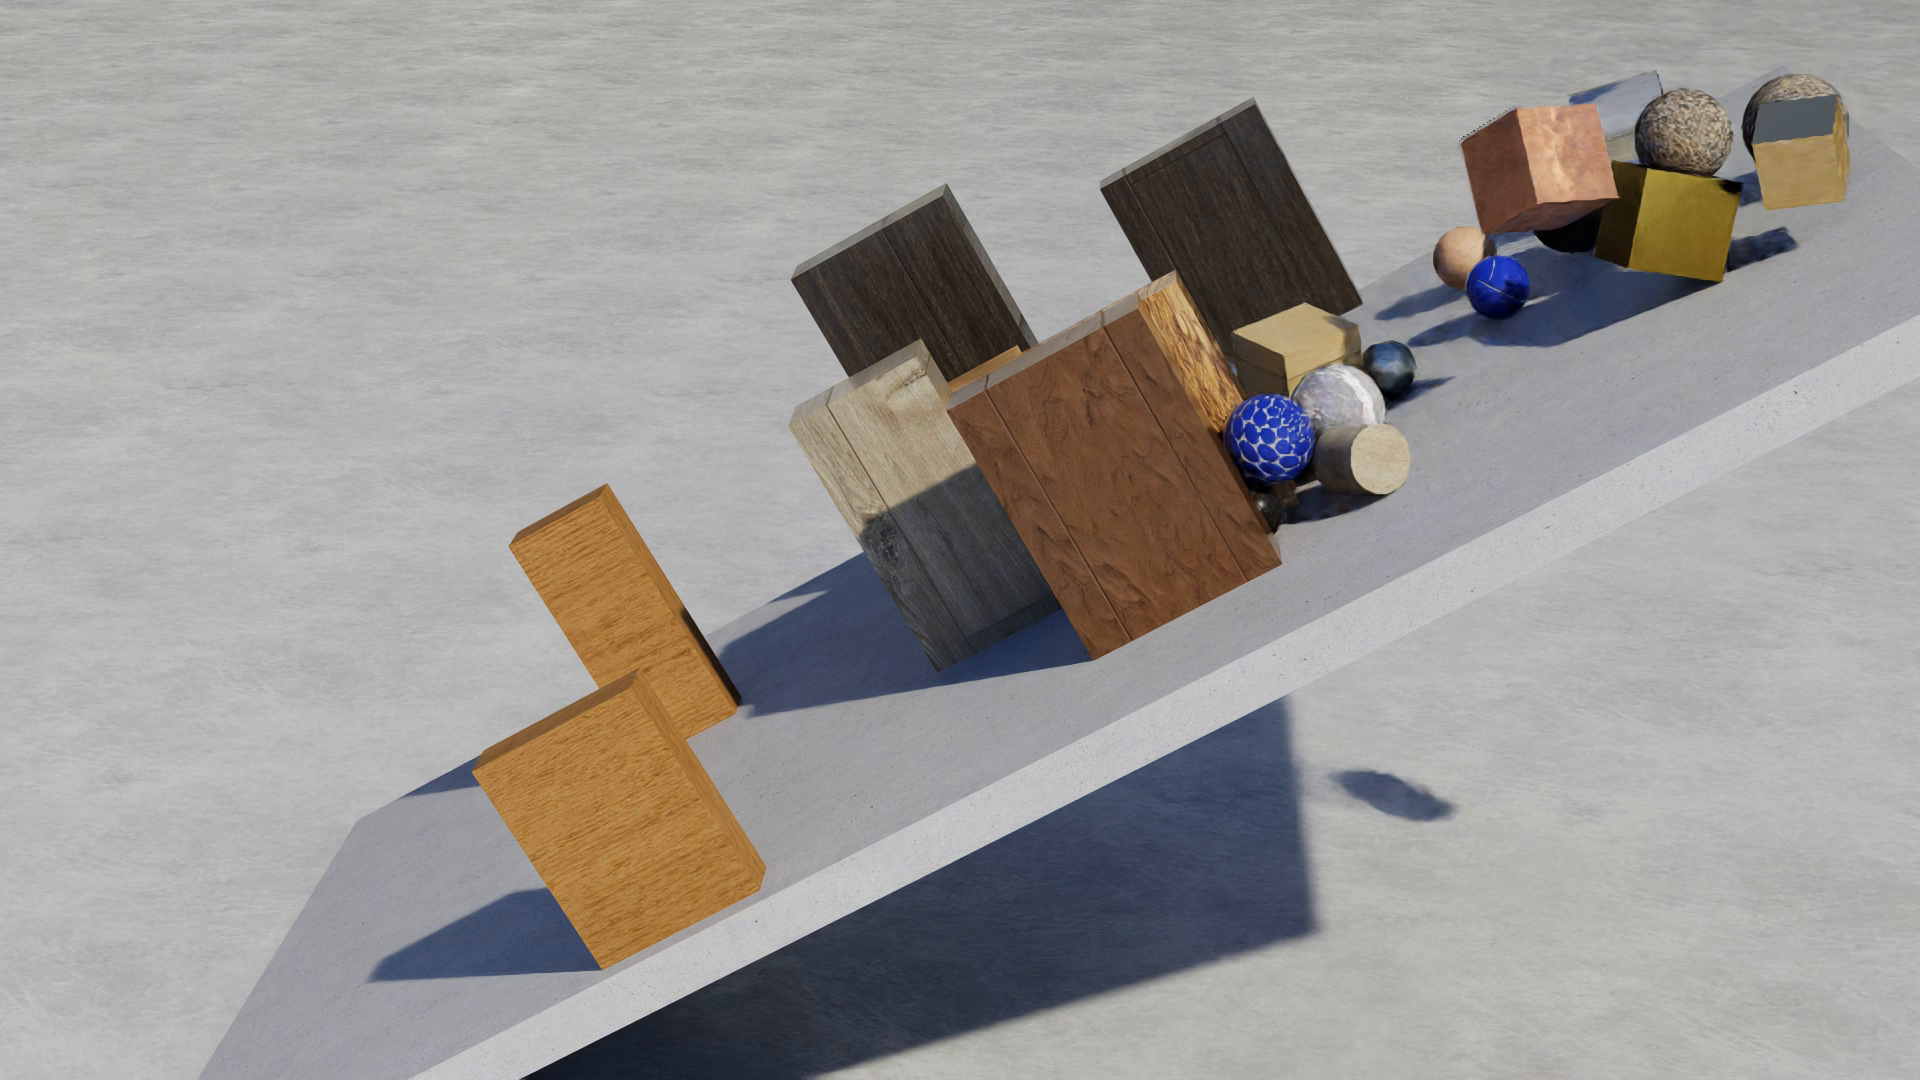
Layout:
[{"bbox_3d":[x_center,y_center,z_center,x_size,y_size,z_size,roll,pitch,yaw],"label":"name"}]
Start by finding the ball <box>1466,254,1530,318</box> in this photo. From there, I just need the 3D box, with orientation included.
[{"bbox_3d":[1.131,-0.533,6.185,0.134,0.134,0.134,0,18,0],"label":"ball"}]

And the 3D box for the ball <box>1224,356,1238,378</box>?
[{"bbox_3d":[0.542,-0.313,6.489,0.204,0.204,0.204,0,18,0],"label":"ball"}]

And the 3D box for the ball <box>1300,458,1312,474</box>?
[{"bbox_3d":[0.659,-0.192,5.987,0.131,0.131,0.131,0,18,0],"label":"ball"}]

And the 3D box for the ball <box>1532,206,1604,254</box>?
[{"bbox_3d":[1.313,-0.717,6.294,0.206,0.206,0.206,0,18,0],"label":"ball"}]

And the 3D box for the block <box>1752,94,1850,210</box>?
[{"bbox_3d":[1.580,-0.728,5.523,0.146,0.146,0.146,-5,36,25],"label":"block"}]

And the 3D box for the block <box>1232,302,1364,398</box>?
[{"bbox_3d":[0.708,-0.354,6.122,0.189,0.189,0.189,-22,28,-22],"label":"block"}]

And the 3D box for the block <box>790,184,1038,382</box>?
[{"bbox_3d":[-0.017,-0.378,6.704,0.394,0.759,0.140,-28,15,12],"label":"block"}]

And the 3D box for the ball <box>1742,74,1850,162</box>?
[{"bbox_3d":[1.688,-0.837,5.941,0.209,0.209,0.209,0,18,0],"label":"ball"}]

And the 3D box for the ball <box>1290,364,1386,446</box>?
[{"bbox_3d":[0.752,-0.253,5.867,0.195,0.195,0.195,0,18,0],"label":"ball"}]

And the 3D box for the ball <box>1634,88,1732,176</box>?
[{"bbox_3d":[1.442,-0.803,5.865,0.191,0.191,0.191,0,18,0],"label":"ball"}]

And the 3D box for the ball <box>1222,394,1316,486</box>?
[{"bbox_3d":[0.596,-0.194,5.681,0.179,0.179,0.179,0,18,0],"label":"ball"}]

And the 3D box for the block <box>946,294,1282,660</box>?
[{"bbox_3d":[0.295,-0.116,5.581,0.407,0.567,0.120,-28,15,12],"label":"block"}]

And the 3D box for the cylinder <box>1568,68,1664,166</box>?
[{"bbox_3d":[1.462,-0.914,6.483,0.196,0.196,0.196,-16,15,13],"label":"cylinder"}]

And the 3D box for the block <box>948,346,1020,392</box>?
[{"bbox_3d":[0.050,-0.122,6.356,0.409,0.437,0.144,-28,15,12],"label":"block"}]

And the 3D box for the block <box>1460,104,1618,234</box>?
[{"bbox_3d":[1.094,-0.700,5.560,0.185,0.185,0.185,-7,-10,-25],"label":"block"}]

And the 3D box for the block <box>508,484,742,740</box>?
[{"bbox_3d":[-0.751,0.187,6.628,0.240,0.584,0.105,-28,15,12],"label":"block"}]

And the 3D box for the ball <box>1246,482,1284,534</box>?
[{"bbox_3d":[0.574,-0.055,5.731,0.115,0.115,0.115,0,18,0],"label":"ball"}]

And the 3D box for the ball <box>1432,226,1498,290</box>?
[{"bbox_3d":[1.117,-0.623,6.501,0.142,0.142,0.142,0,18,0],"label":"ball"}]

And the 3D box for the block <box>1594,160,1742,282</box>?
[{"bbox_3d":[1.374,-0.621,5.719,0.192,0.192,0.192,7,11,-9],"label":"block"}]

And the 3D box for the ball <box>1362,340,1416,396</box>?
[{"bbox_3d":[0.889,-0.357,6.113,0.117,0.117,0.117,0,18,0],"label":"ball"}]

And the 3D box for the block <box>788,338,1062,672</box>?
[{"bbox_3d":[-0.063,-0.069,6.062,0.300,0.607,0.148,-28,15,12],"label":"block"}]

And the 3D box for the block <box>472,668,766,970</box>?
[{"bbox_3d":[-0.635,0.524,5.506,0.348,0.460,0.105,-28,15,12],"label":"block"}]

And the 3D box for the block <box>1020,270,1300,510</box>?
[{"bbox_3d":[0.398,-0.224,5.850,0.351,0.512,0.110,-28,15,12],"label":"block"}]

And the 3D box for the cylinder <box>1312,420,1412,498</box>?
[{"bbox_3d":[0.768,-0.154,5.625,0.135,0.135,0.135,-10,0,-28],"label":"cylinder"}]

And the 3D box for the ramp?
[{"bbox_3d":[0.142,0.168,6.284,4.000,0.100,2.000,-28,15,12],"label":"ramp"}]

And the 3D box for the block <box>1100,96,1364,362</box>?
[{"bbox_3d":[0.639,-0.701,6.921,0.408,0.539,0.099,-28,15,12],"label":"block"}]
